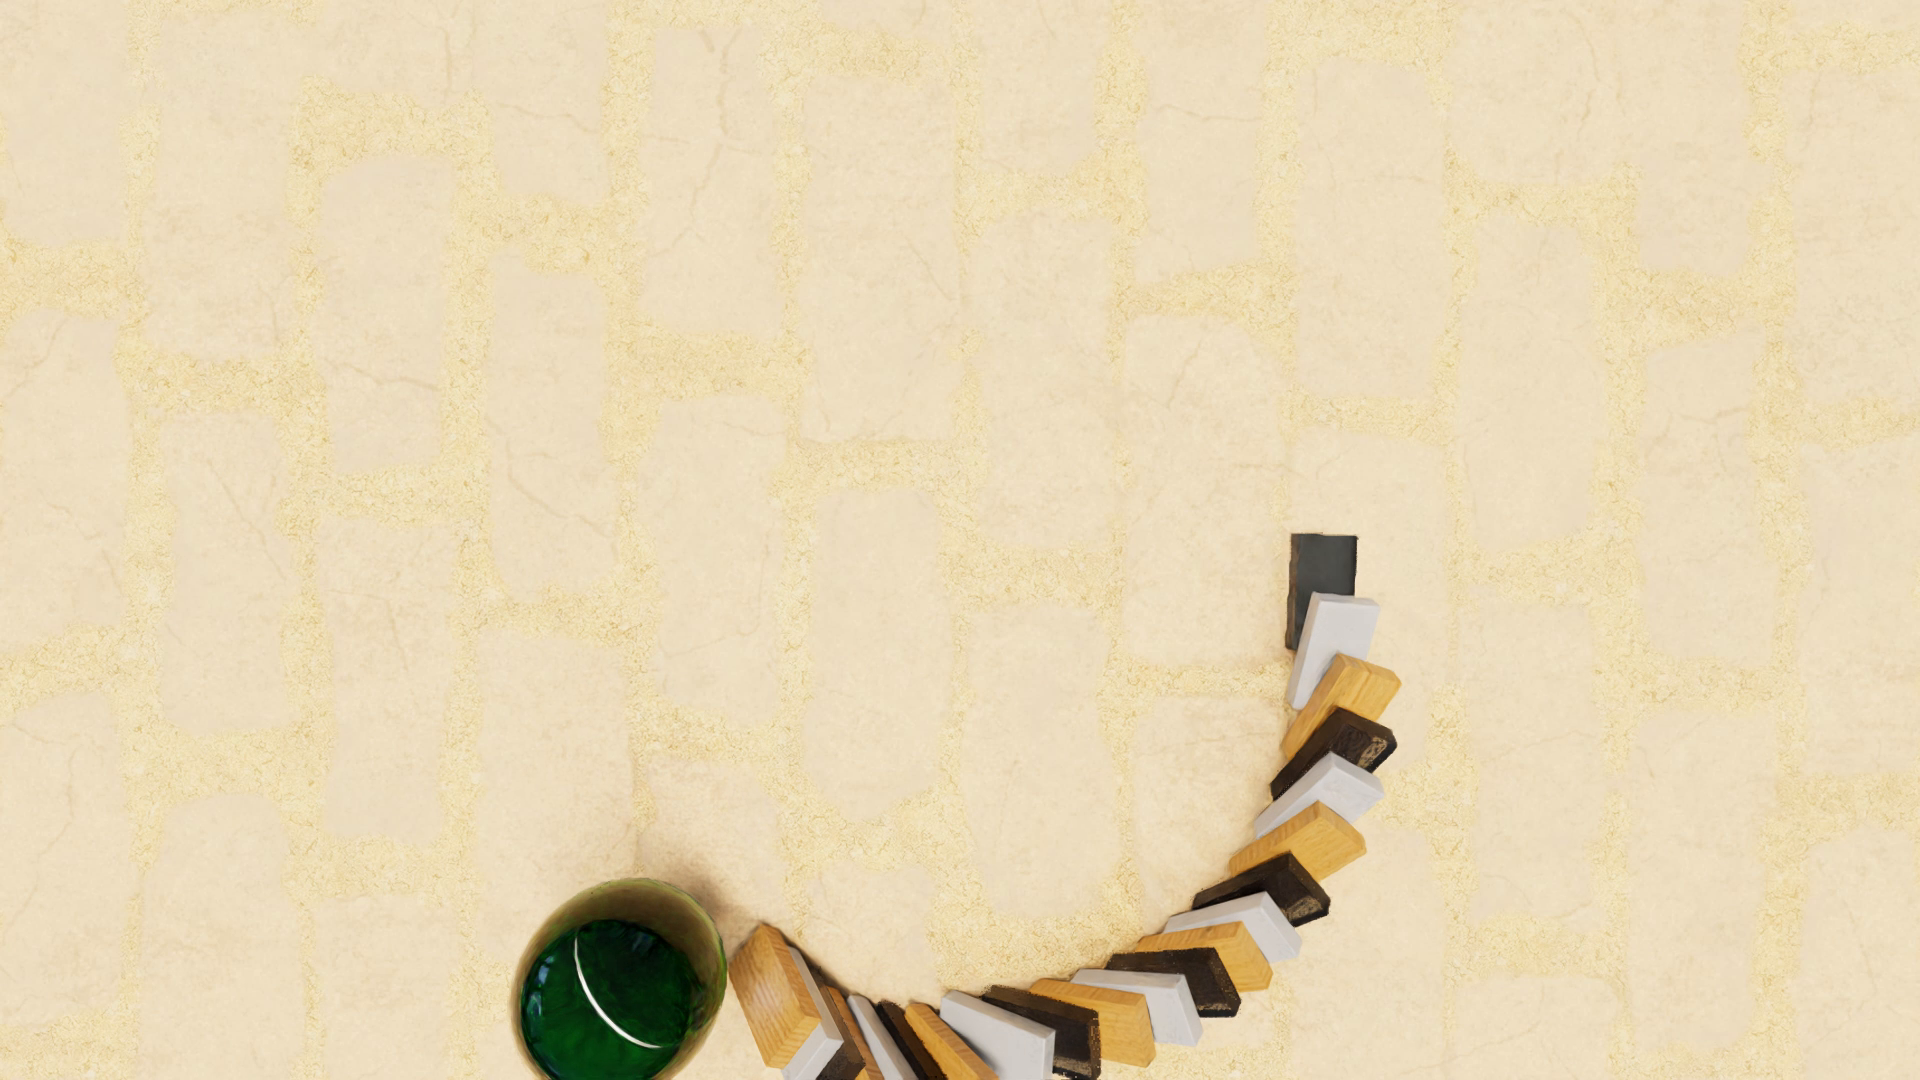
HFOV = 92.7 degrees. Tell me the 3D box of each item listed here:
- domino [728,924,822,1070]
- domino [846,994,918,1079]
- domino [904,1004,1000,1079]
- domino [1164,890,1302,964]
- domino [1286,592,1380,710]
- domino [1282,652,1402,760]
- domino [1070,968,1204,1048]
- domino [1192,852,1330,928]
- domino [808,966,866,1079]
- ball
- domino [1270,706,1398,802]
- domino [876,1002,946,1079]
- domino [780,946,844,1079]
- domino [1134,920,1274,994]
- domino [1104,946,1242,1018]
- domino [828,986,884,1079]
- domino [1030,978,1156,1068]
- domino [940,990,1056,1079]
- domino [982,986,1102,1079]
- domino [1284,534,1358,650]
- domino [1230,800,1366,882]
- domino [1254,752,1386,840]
[{"bbox_3d":[-0.077,0.187,0.378,0.010,0.050,0.025,38,90,-39],"label":"domino"},{"bbox_3d":[-0.037,0.216,0.378,0.010,0.050,0.025,32,90,-39],"label":"domino"},{"bbox_3d":[-0.007,0.218,0.378,0.010,0.050,0.025,19,90,-41],"label":"domino"},{"bbox_3d":[0.113,0.165,0.381,0.050,0.010,0.025,-36,91,38],"label":"domino"},{"bbox_3d":[0.156,0.048,0.386,0.025,0.010,0.050,6,110,-1],"label":"domino"},{"bbox_3d":[0.159,0.073,0.384,0.025,0.010,0.050,19,114,-6],"label":"domino"},{"bbox_3d":[0.073,0.194,0.381,0.050,0.009,0.025,-17,94,37],"label":"domino"},{"bbox_3d":[0.125,0.152,0.383,0.025,0.009,0.050,49,123,0],"label":"domino"},{"bbox_3d":[-0.060,0.205,0.378,0.025,0.050,0.010,-52,129,0],"label":"domino"},{"bbox_3d":[-0.133,0.175,0.360,0.080,0.080,0.080,0,90,0],"label":"ball"},{"bbox_3d":[0.155,0.094,0.382,0.025,0.010,0.050,23,121,-6],"label":"domino"},{"bbox_3d":[-0.024,0.219,0.378,0.009,0.050,0.025,32,90,-39],"label":"domino"},{"bbox_3d":[-0.069,0.196,0.378,0.010,0.050,0.025,38,90,-39],"label":"domino"},{"bbox_3d":[0.100,0.175,0.381,0.050,0.010,0.025,-30,92,38],"label":"domino"},{"bbox_3d":[0.088,0.185,0.380,0.050,0.010,0.025,-25,93,38],"label":"domino"},{"bbox_3d":[-0.051,0.213,0.378,0.025,0.050,0.010,-52,129,0],"label":"domino"},{"bbox_3d":[0.055,0.200,0.381,0.050,0.010,0.025,-11,90,36],"label":"domino"},{"bbox_3d":[0.015,0.210,0.383,0.050,0.009,0.025,4,90,33],"label":"domino"},{"bbox_3d":[0.033,0.206,0.383,0.050,0.009,0.025,-3,90,33],"label":"domino"},{"bbox_3d":[0.156,0.023,0.395,0.025,0.009,0.050,3,90,0],"label":"domino"},{"bbox_3d":[0.140,0.132,0.383,0.025,0.009,0.050,38,119,-6],"label":"domino"},{"bbox_3d":[0.149,0.112,0.382,0.025,0.010,0.050,29,121,-7],"label":"domino"}]
